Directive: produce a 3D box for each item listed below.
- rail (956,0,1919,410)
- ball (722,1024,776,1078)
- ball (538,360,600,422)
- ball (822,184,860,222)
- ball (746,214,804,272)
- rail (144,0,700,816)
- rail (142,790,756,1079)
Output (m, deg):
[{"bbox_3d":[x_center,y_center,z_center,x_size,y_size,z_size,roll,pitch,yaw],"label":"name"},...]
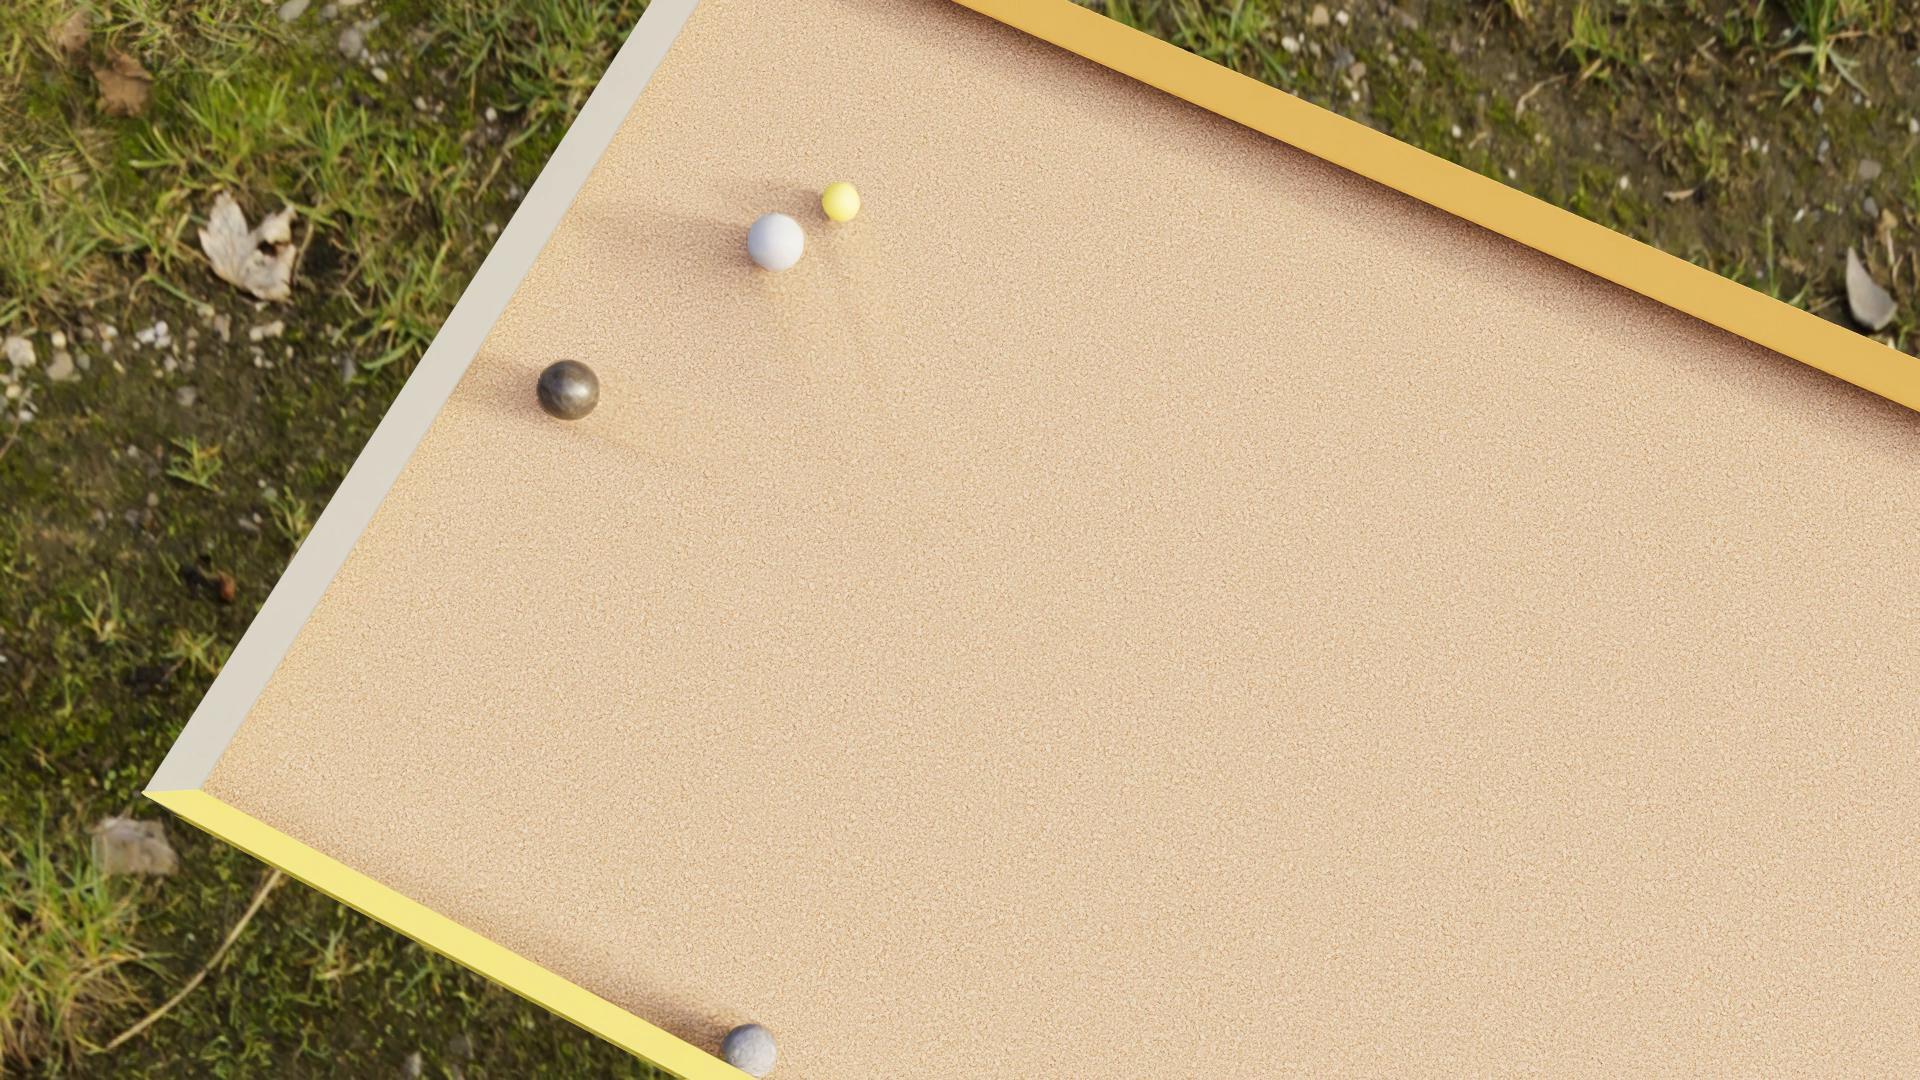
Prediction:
[{"bbox_3d":[1.186,-0.388,3.561,3.520,0.128,0.045,25,72,9],"label":"rail"},{"bbox_3d":[-0.304,0.737,3.172,0.078,0.078,0.078,0,70,0],"label":"ball"},{"bbox_3d":[-0.626,-0.240,3.523,0.098,0.098,0.098,0,70,0],"label":"ball"},{"bbox_3d":[-0.198,-0.562,3.662,0.062,0.062,0.062,0,70,0],"label":"ball"},{"bbox_3d":[-0.303,-0.489,3.618,0.094,0.094,0.094,0,70,0],"label":"ball"},{"bbox_3d":[-0.766,-0.366,3.553,0.045,0.128,1.831,25,72,9],"label":"rail"},{"bbox_3d":[0.389,1.109,3.006,3.520,0.128,0.045,25,72,9],"label":"rail"}]
